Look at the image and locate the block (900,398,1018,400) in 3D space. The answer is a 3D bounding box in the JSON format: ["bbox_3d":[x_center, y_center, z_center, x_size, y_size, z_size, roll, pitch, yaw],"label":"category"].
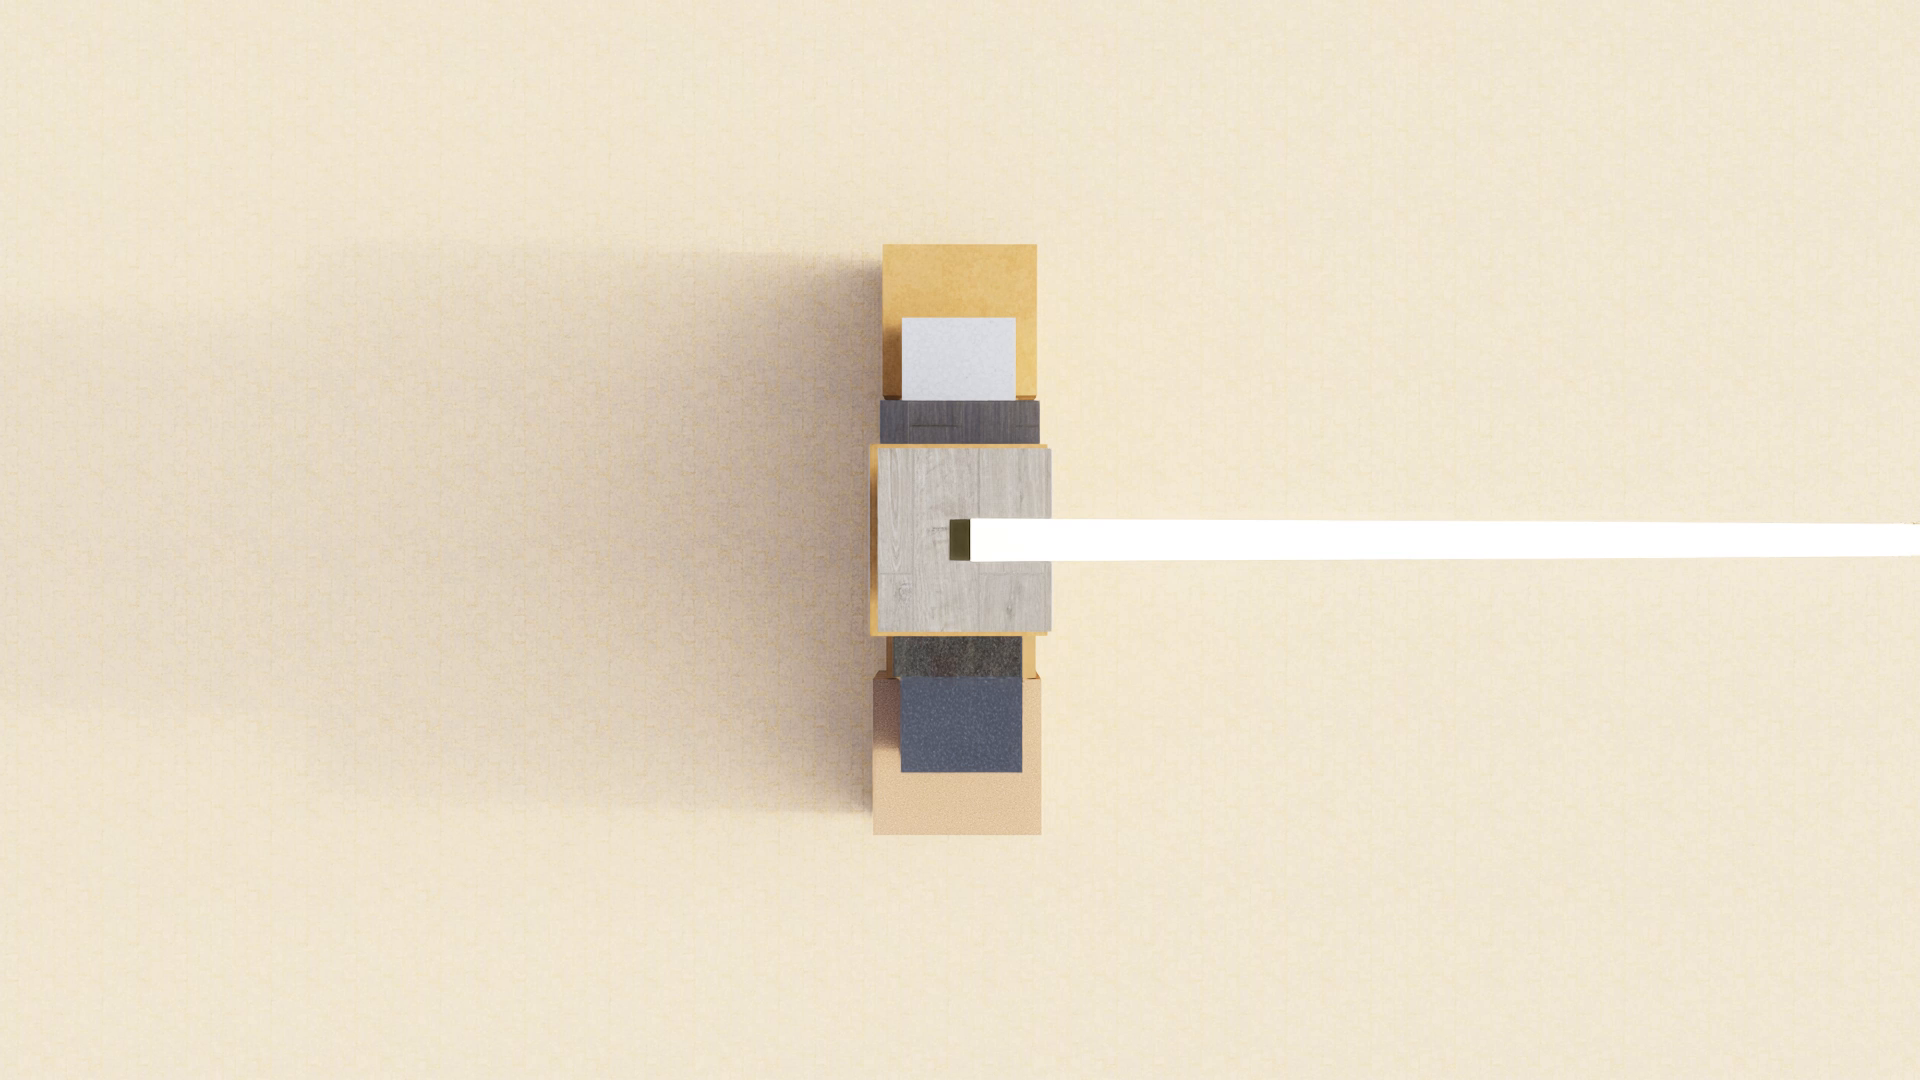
[{"bbox_3d":[-0.007,-0.460,12.623,0.660,0.754,0.658,0,90,0],"label":"block"}]

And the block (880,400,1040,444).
[{"bbox_3d":[0.000,-0.285,10.816,0.758,0.829,0.752,0,90,0],"label":"block"}]

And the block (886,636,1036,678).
[{"bbox_3d":[0.006,0.320,12.566,0.824,0.868,0.882,0,90,0],"label":"block"}]

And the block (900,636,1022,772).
[{"bbox_3d":[0.009,0.837,11.756,0.631,0.759,0.700,0,93,0],"label":"block"}]

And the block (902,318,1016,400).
[{"bbox_3d":[-0.007,-0.820,11.844,0.595,0.588,0.695,0,90,0],"label":"block"}]

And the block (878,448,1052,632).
[{"bbox_3d":[0.018,0.000,8.669,0.660,0.650,0.696,0,90,0],"label":"block"}]

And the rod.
[{"bbox_3d":[2.212,0.000,5.573,5.200,0.080,0.080,0,90,-32],"label":"rod"}]

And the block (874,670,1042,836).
[{"bbox_3d":[-0.015,1.202,12.580,0.931,0.840,0.861,0,90,0],"label":"block"}]

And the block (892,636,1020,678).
[{"bbox_3d":[-0.015,0.381,10.920,0.617,0.621,0.561,0,90,0],"label":"block"}]

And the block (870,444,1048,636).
[{"bbox_3d":[-0.005,0.000,9.969,0.771,0.865,0.832,0,90,0],"label":"block"}]

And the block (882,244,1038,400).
[{"bbox_3d":[-0.001,-1.216,12.569,0.853,0.862,0.833,0,90,0],"label":"block"}]
